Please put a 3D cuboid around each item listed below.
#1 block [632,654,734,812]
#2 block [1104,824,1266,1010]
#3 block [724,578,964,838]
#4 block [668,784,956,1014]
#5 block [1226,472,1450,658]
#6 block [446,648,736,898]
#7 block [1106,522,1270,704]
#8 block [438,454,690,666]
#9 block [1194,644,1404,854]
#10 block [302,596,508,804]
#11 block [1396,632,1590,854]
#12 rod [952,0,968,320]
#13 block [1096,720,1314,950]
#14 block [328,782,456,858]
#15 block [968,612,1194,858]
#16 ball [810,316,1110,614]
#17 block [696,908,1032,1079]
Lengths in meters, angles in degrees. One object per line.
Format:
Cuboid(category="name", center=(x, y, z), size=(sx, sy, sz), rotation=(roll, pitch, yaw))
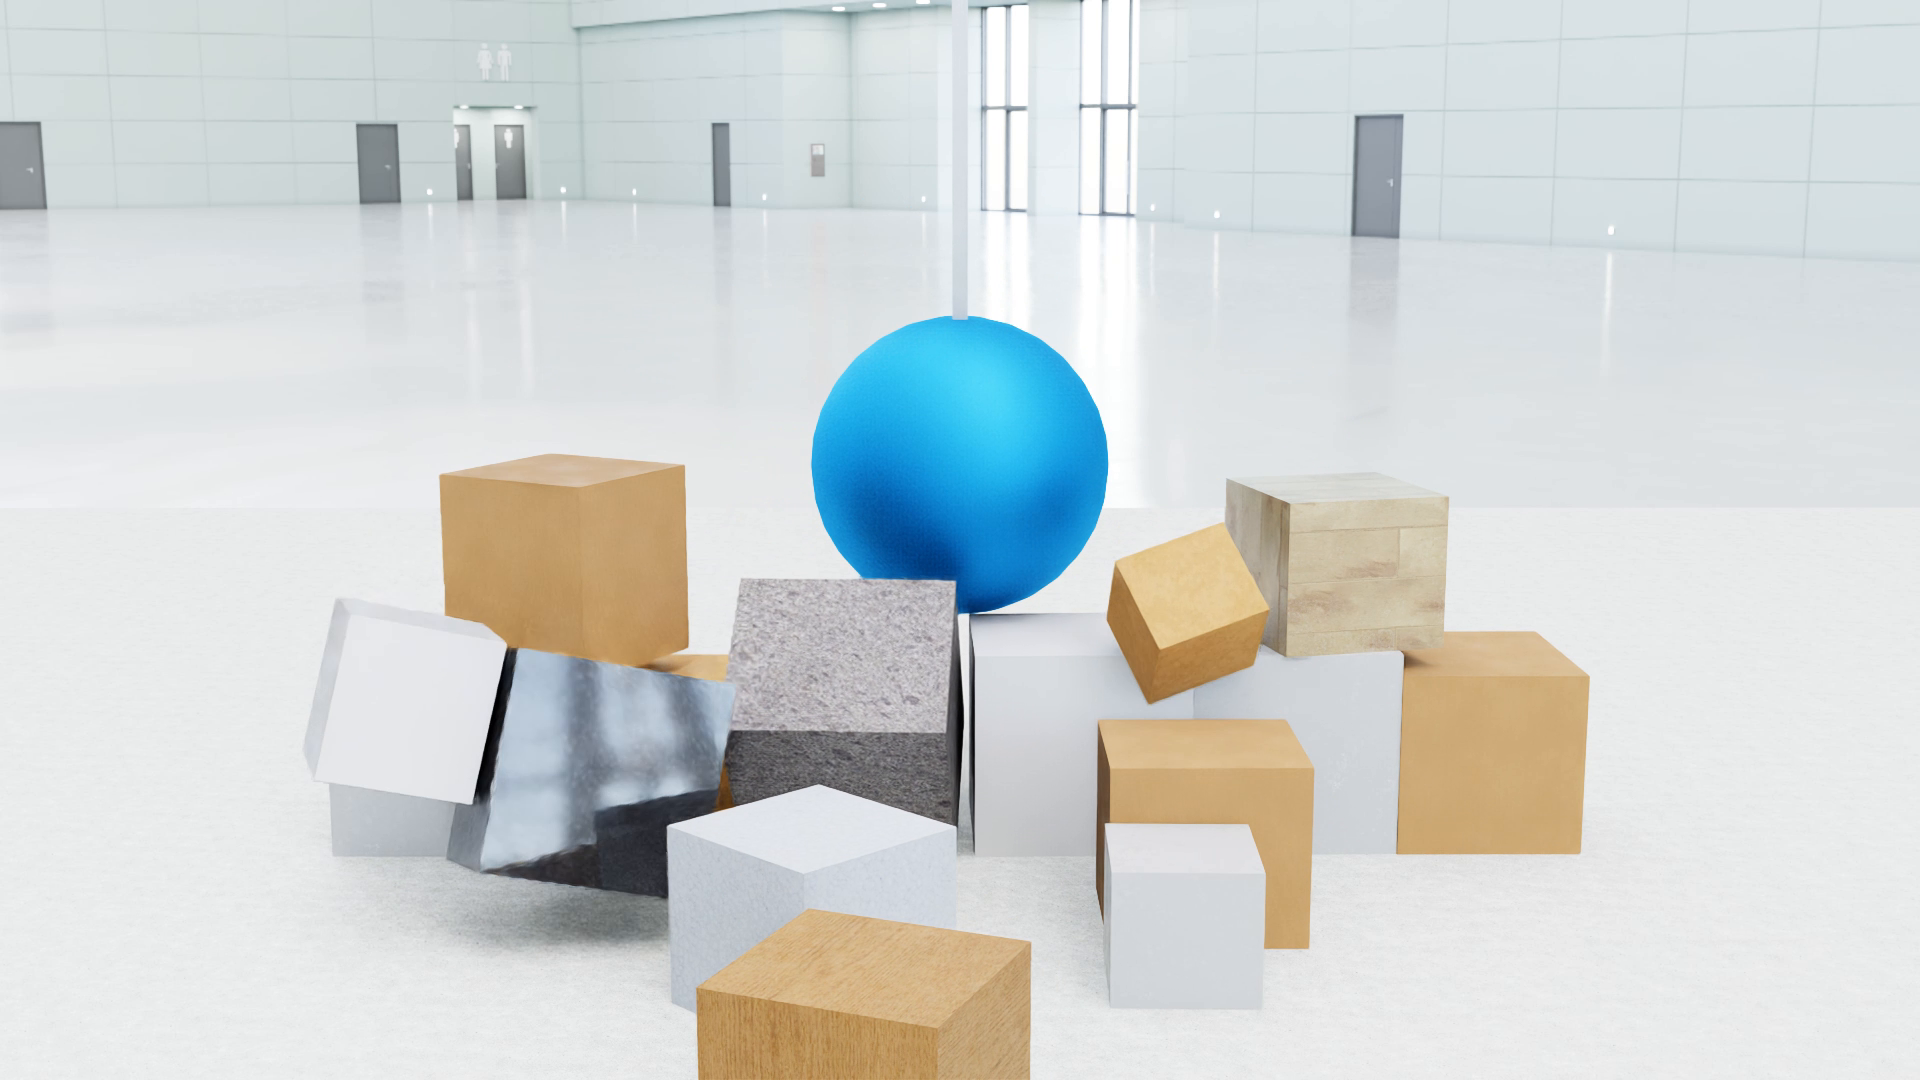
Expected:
Cuboid(category="block", center=(-1.492, 1.082, 11.333), size=(0.915, 0.816, 0.862), rotation=(1, 10, 4))
Cuboid(category="block", center=(0.932, 1.576, 9.268), size=(0.622, 0.583, 0.651), rotation=(0, 10, 1))
Cuboid(category="block", center=(-0.543, 0.886, 10.739), size=(1.045, 1.088, 0.905), rotation=(1, 49, 4))
Cuboid(category="block", center=(-0.602, 1.536, 8.991), size=(0.820, 0.761, 0.843), rotation=(-10, 14, -44))
Cuboid(category="block", center=(1.891, 0.107, 11.160), size=(0.839, 0.762, 0.841), rotation=(-3, 11, -14))
Cuboid(category="block", center=(-1.683, 1.057, 9.960), size=(0.979, 0.968, 0.885), rotation=(12, -8, -21))
Cuboid(category="block", center=(1.079, 0.354, 10.525), size=(0.562, 0.504, 0.595), rotation=(-19, -27, -11))
Cuboid(category="block", center=(-1.989, 0.116, 11.128), size=(0.872, 0.957, 0.857), rotation=(6, 12, 28))
Cuboid(category="block", center=(1.652, 0.974, 11.367), size=(1.027, 1.017, 1.037), rotation=(0, 10, -1))
Cuboid(category="block", center=(-2.488, 0.704, 9.813), size=(0.674, 0.721, 0.750), rotation=(12, 0, -21))
Cuboid(category="block", center=(2.630, 1.027, 11.366), size=(0.917, 0.912, 1.009), rotation=(0, 10, 0))
Cuboid(category="rod", center=(0.000, -3.656, 10.815), size=(0.080, 5.200, 0.080), rotation=(0, 17, 0))
Cuboid(category="block", center=(1.091, 1.321, 9.999), size=(0.885, 0.823, 0.821), rotation=(0, 10, 0))
Cuboid(category="block", center=(-2.535, 1.026, 11.358), size=(1.135, 0.917, 1.082), rotation=(0, 10, 1))
Cuboid(category="block", center=(0.597, 0.979, 11.317), size=(1.073, 1.024, 0.985), rotation=(0, 10, -2))
Cuboid(category="ball", center=(0.000, -0.402, 11.799), size=(1.600, 1.600, 1.600), rotation=(0, 10, 0))
Cuboid(category="block", center=(-0.308, 1.807, 7.468), size=(0.860, 0.773, 0.820), rotation=(4, 11, 22))
